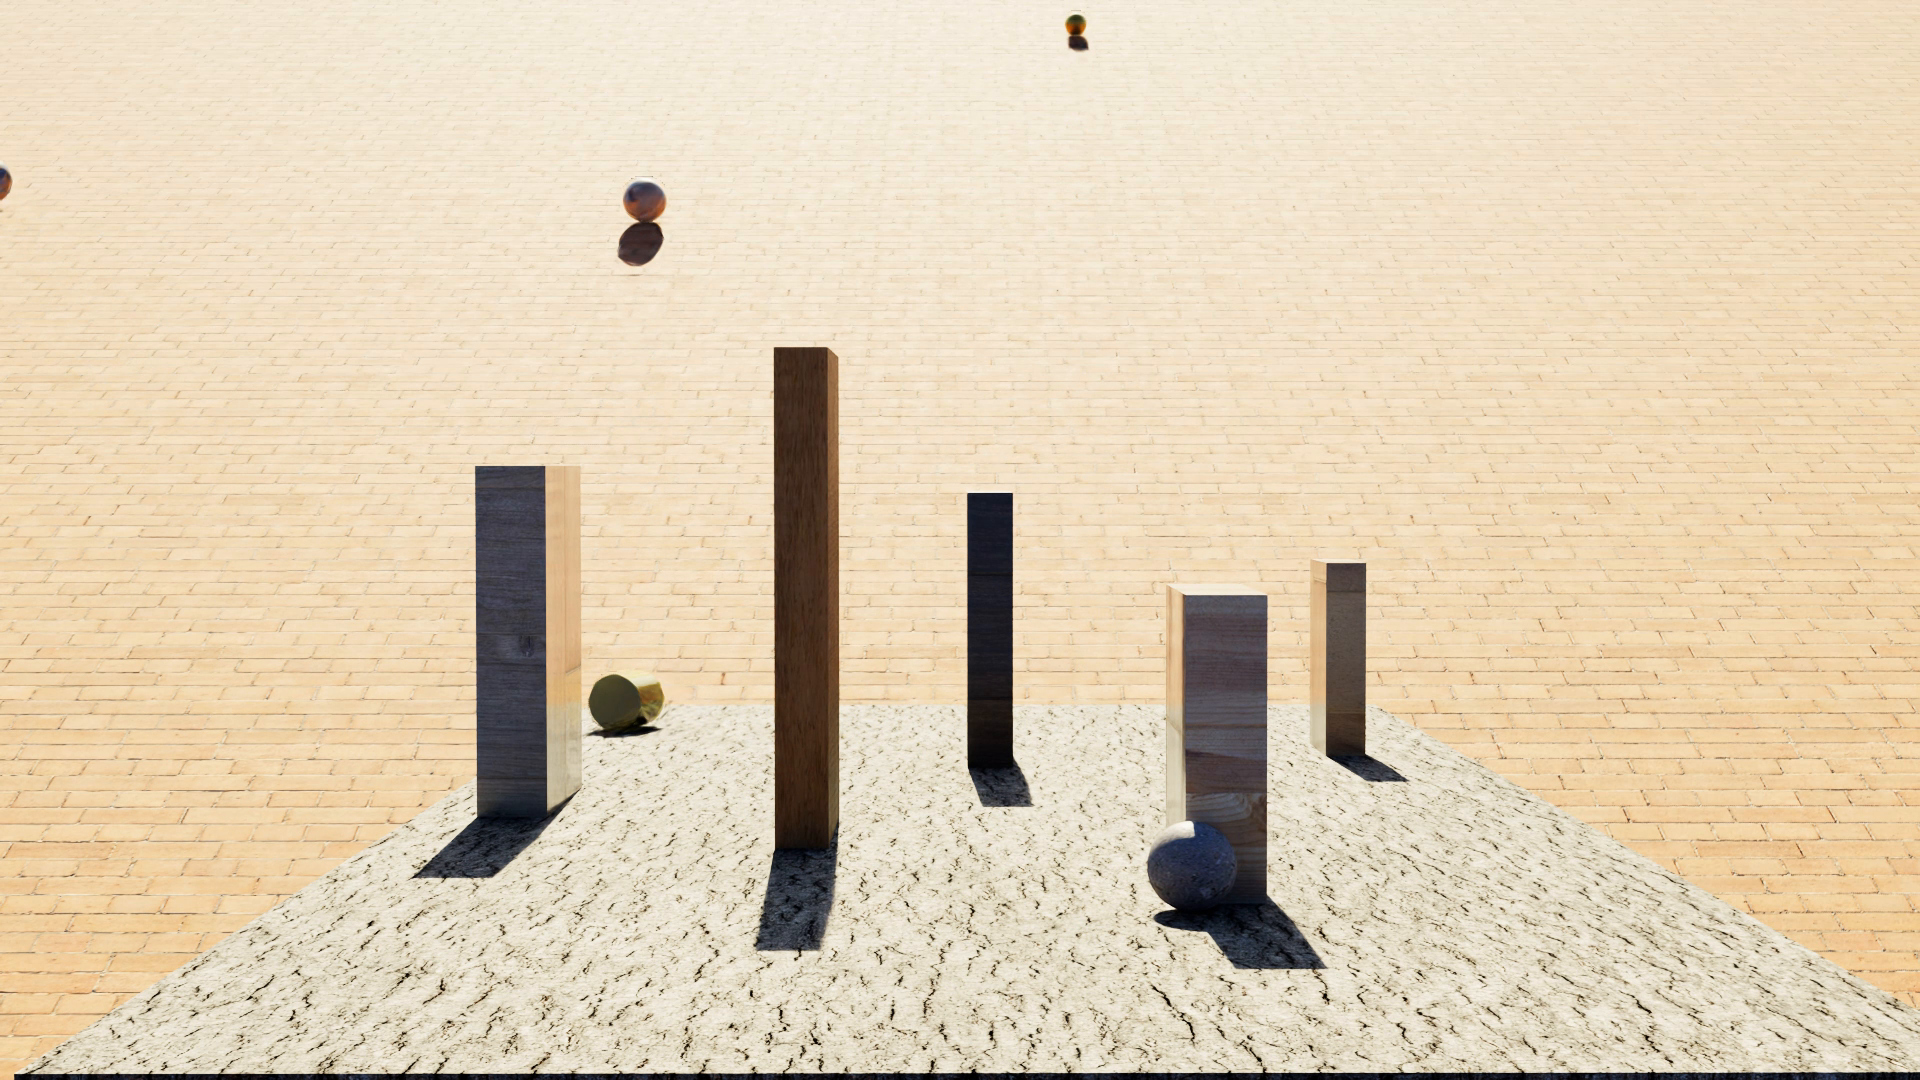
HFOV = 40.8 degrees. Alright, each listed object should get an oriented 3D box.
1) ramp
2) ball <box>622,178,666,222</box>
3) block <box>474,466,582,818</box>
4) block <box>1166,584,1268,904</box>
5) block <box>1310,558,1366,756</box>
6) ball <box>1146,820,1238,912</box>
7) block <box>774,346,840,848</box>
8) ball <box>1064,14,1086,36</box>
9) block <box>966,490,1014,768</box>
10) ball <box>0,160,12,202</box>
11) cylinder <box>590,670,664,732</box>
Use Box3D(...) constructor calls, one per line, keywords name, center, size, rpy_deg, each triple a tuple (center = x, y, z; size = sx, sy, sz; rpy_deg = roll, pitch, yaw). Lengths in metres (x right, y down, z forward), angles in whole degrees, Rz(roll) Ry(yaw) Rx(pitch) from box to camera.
Box3D(name="ramp", center=(0.058, 0.524, 4.562), size=(2.000, 0.100, 4.000), rpy_deg=(0, 2, 0))
Box3D(name="ball", center=(-1.260, -1.356, 10.300), size=(0.175, 0.175, 0.175), rpy_deg=(0, 25, 0))
Box3D(name="block", center=(-0.773, 0.169, 4.645), size=(0.122, 0.606, 0.412), rpy_deg=(0, 2, 0))
Box3D(name="block", center=(0.367, 0.284, 3.719), size=(0.113, 0.426, 0.333), rpy_deg=(0, 2, 0))
Box3D(name="block", center=(0.805, 0.246, 5.498), size=(0.084, 0.404, 0.243), rpy_deg=(0, 2, 0))
Box3D(name="ball", center=(0.314, 0.442, 3.495), size=(0.122, 0.122, 0.122), rpy_deg=(0, 25, 0))
Box3D(name="block", center=(-0.251, 0.087, 4.259), size=(0.085, 0.792, 0.382), rpy_deg=(0, 2, 0))
Box3D(name="ball", center=(0.583, -2.597, 12.983), size=(0.111, 0.111, 0.111), rpy_deg=(0, 25, 0))
Box3D(name="block", center=(0.060, 0.176, 5.348), size=(0.092, 0.553, 0.349), rpy_deg=(0, 2, 0))
Box3D(name="ball", center=(-3.966, -1.466, 10.498), size=(0.203, 0.203, 0.203), rpy_deg=(0, 25, 0))
Box3D(name="cylinder", center=(-0.771, 0.371, 5.961), size=(0.130, 0.130, 0.130), rpy_deg=(8, 4, 17))
